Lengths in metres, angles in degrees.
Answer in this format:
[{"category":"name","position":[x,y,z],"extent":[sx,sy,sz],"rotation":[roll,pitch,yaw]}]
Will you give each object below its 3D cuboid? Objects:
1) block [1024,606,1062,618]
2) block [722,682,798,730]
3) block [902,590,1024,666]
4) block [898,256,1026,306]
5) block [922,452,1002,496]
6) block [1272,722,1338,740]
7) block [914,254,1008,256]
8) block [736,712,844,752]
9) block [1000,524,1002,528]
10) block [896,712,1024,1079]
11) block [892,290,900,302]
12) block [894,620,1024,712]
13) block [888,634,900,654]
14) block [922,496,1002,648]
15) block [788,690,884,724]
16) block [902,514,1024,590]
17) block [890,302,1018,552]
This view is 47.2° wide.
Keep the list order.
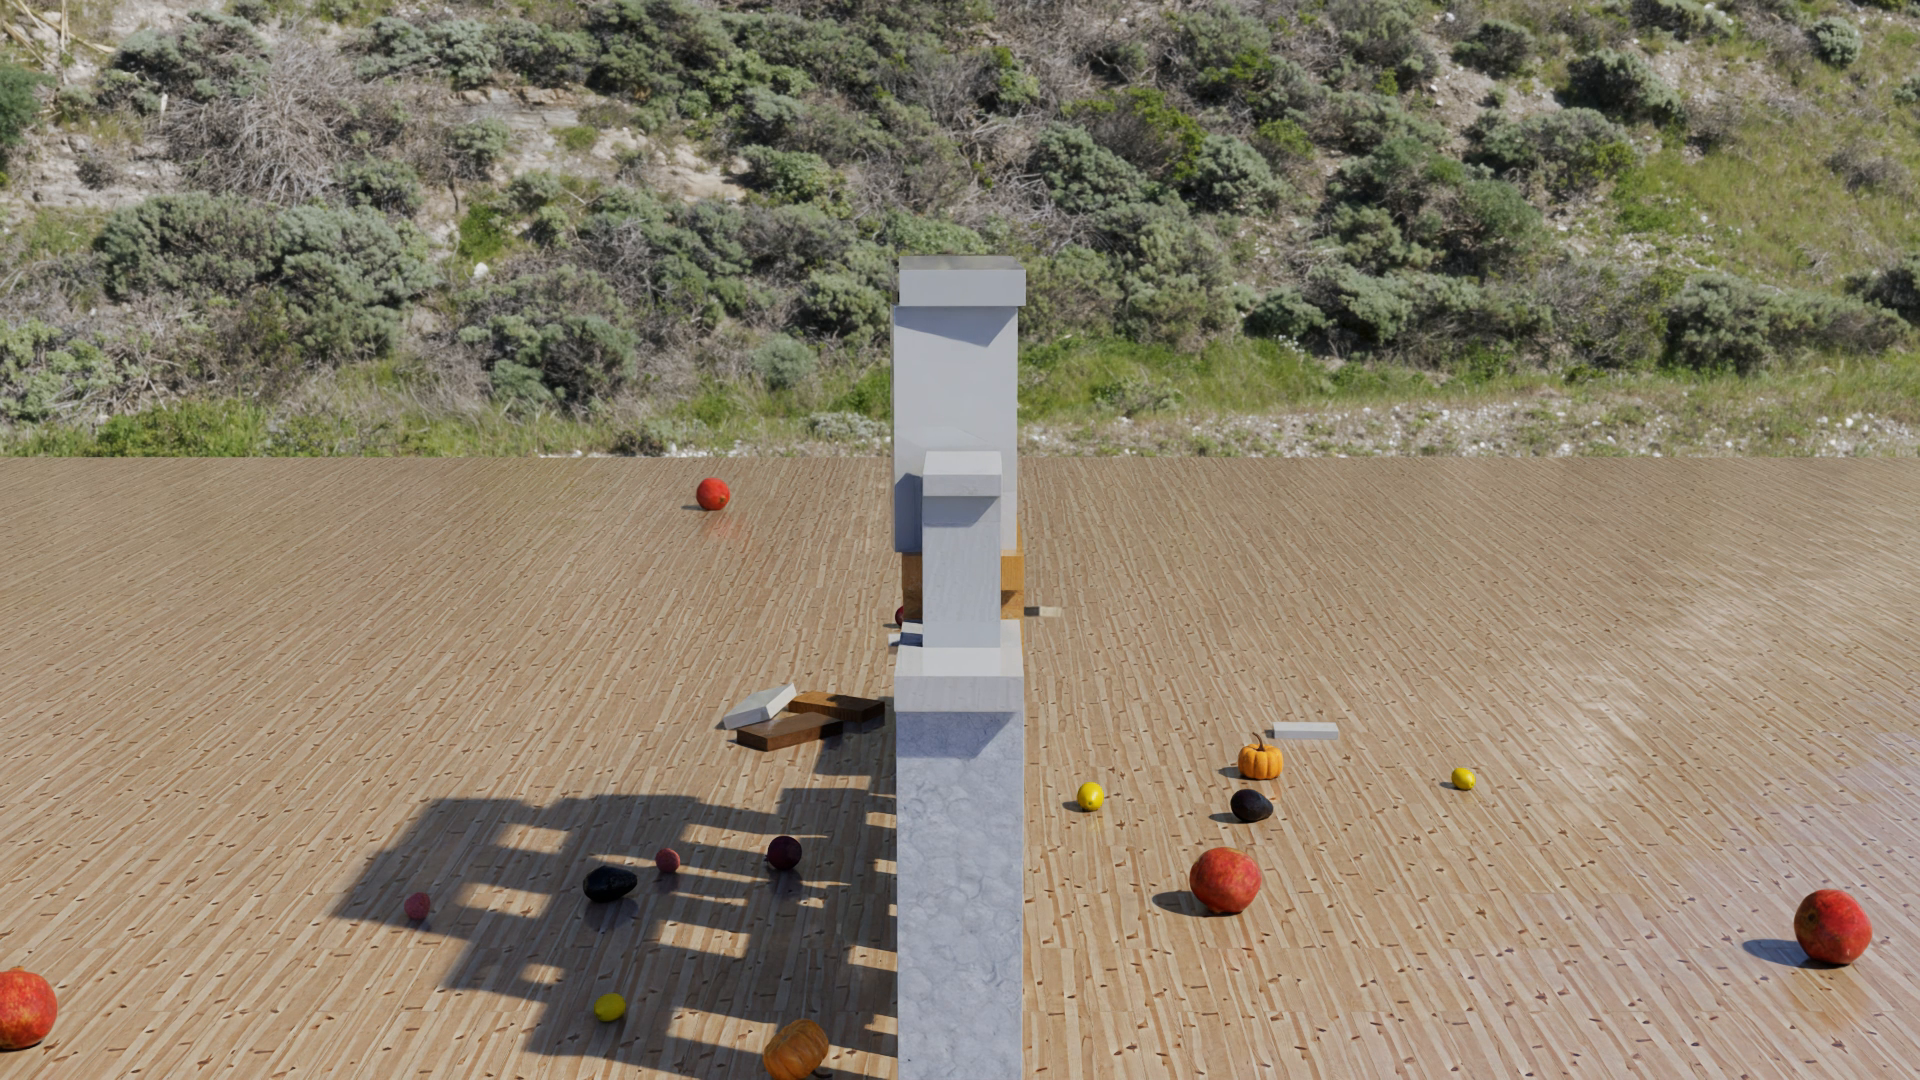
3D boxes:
[{"category":"block","position":[0.097,0.149,4.479],"extent":[0.228,0.019,0.067],"rotation":[-4,-6,42]},{"category":"block","position":[-0.431,0.359,4.754],"extent":[0.102,0.029,0.203],"rotation":[-15,7,14]},{"category":"block","position":[0.005,0.256,3.085],"extent":[0.167,0.403,0.047],"rotation":[0,11,0]},{"category":"block","position":[-0.001,-0.367,3.100],"extent":[0.169,0.048,0.338],"rotation":[0,11,-2]},{"category":"block","position":[0.004,-0.088,2.877],"extent":[0.100,0.028,0.201],"rotation":[0,11,0]},{"category":"block","position":[0.727,0.402,4.631],"extent":[0.133,0.019,0.067],"rotation":[1,11,3]},{"category":"block","position":[0.000,-0.415,3.422],"extent":[0.153,0.043,0.305],"rotation":[0,10,1]},{"category":"block","position":[-0.356,0.401,4.609],"extent":[0.203,0.029,0.102],"rotation":[-10,14,-43]},{"category":"block","position":[0.005,0.013,2.963],"extent":[0.100,0.201,0.028],"rotation":[0,11,1]},{"category":"block","position":[0.000,0.472,2.796],"extent":[0.159,0.551,0.045],"rotation":[0,11,0]},{"category":"block","position":[-0.013,-0.202,3.265],"extent":[0.169,0.338,0.048],"rotation":[-2,11,-12]},{"category":"block","position":[0.000,0.159,2.847],"extent":[0.159,0.045,0.318],"rotation":[0,11,1]},{"category":"block","position":[-0.060,0.225,4.763],"extent":[0.190,0.027,0.095],"rotation":[-1,-14,-3]},{"category":"block","position":[0.002,0.037,2.832],"extent":[0.100,0.201,0.028],"rotation":[0,11,1]},{"category":"block","position":[-0.270,0.364,4.810],"extent":[0.190,0.027,0.095],"rotation":[6,12,29]},{"category":"block","position":[0.004,0.015,3.154],"extent":[0.166,0.047,0.333],"rotation":[0,11,0]},{"category":"block","position":[-0.009,-0.155,3.014],"extent":[0.169,0.337,0.048],"rotation":[-1,11,-8]}]
